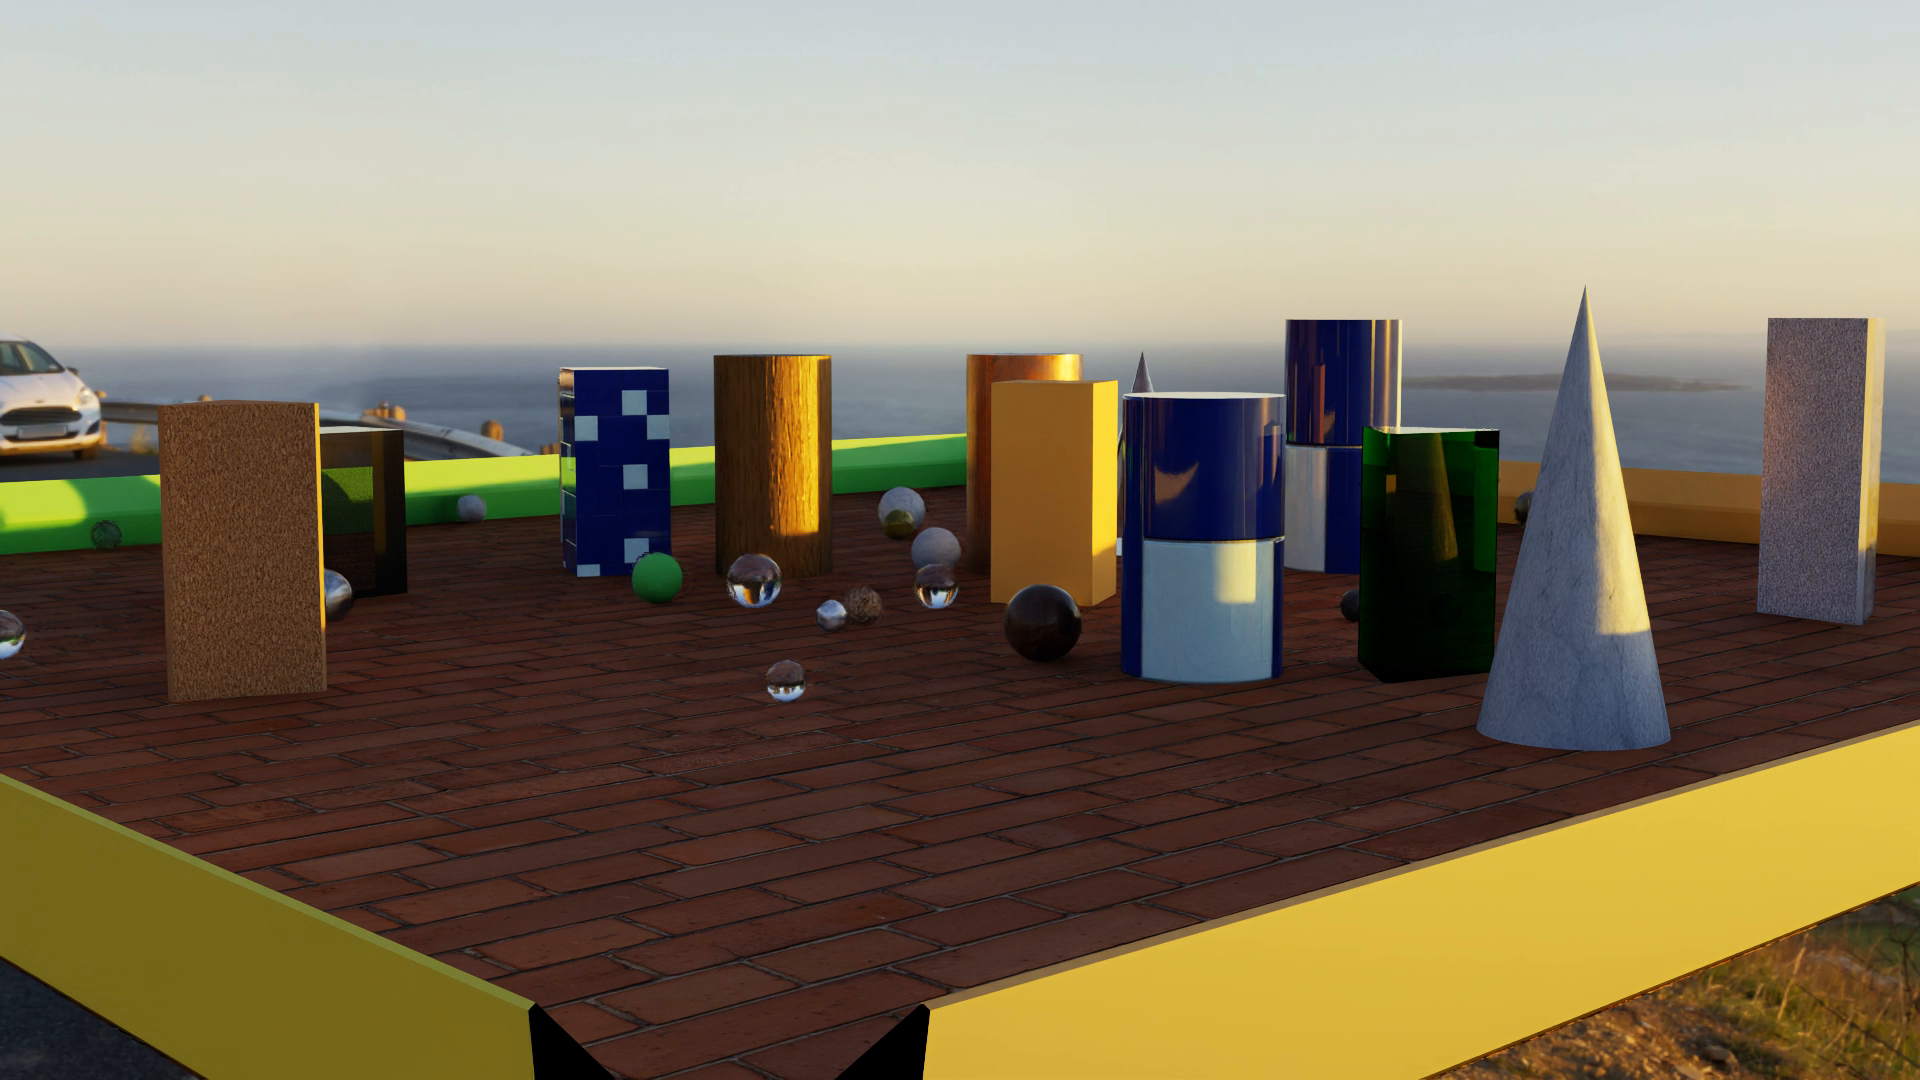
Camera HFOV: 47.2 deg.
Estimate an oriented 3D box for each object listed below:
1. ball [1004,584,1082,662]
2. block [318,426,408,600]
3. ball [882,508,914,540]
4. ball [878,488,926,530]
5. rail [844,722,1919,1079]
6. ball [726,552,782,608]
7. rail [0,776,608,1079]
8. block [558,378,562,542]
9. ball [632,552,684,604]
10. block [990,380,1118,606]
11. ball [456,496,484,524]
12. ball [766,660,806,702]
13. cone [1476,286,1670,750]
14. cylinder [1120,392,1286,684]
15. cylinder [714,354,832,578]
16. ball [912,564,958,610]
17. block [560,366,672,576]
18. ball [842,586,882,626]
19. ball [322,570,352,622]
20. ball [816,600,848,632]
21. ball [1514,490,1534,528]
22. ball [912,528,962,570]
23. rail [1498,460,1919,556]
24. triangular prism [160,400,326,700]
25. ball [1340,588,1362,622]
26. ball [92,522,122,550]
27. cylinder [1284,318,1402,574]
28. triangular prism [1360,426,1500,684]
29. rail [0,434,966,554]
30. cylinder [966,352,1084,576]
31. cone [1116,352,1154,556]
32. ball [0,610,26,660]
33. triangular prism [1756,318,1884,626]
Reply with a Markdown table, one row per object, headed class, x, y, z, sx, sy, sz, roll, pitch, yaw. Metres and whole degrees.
| class | x | y | z | sx | sy | sz | roll | pitch | yaw |
| --- | --- | --- | --- | --- | --- | --- | --- | --- | --- |
| ball | 0.105 | 0.105 | 2.802 | 0.100 | 0.100 | 0.100 | 0 | 6 | 0 |
| block | -0.988 | -0.044 | 3.465 | 0.160 | 0.259 | 0.160 | 5 | 8 | 42 |
| ball | -0.119 | -0.030 | 4.278 | 0.062 | 0.062 | 0.062 | 0 | 6 | 0 |
| ball | -0.117 | -0.058 | 4.391 | 0.095 | 0.095 | 0.095 | 0 | 6 | 0 |
| rail | 1.143 | 0.162 | 2.100 | 3.459 | 0.130 | 0.045 | -5 | 8 | -42 |
| ball | -0.309 | 0.061 | 3.305 | 0.084 | 0.084 | 0.084 | 0 | 6 | 0 |
| rail | -1.254 | 0.154 | 2.181 | 0.045 | 0.130 | 3.418 | -5 | 8 | -42 |
| block | -0.695 | -0.161 | 4.311 | 0.160 | 0.317 | 0.160 | 0 | 6 | -2 |
| ball | -0.462 | 0.058 | 3.362 | 0.078 | 0.078 | 0.078 | 0 | 6 | 0 |
| block | 0.147 | -0.077 | 3.408 | 0.160 | 0.336 | 0.160 | 2 | 6 | 17 |
| ball | -1.029 | -0.064 | 4.619 | 0.060 | 0.060 | 0.060 | 0 | 6 | 0 |
| ball | -0.199 | 0.161 | 2.516 | 0.047 | 0.047 | 0.047 | 0 | 6 | 0 |
| cone | 0.650 | -0.032 | 2.310 | 0.200 | 0.474 | 0.200 | 0 | 6 | 0 |
| cylinder | 0.299 | -0.007 | 2.710 | 0.200 | 0.342 | 0.200 | 0 | 6 | 0 |
| cylinder | -0.318 | -0.129 | 3.744 | 0.200 | 0.370 | 0.200 | 0 | 6 | 0 |
| ball | -0.037 | 0.069 | 3.295 | 0.069 | 0.069 | 0.069 | 0 | 6 | 0 |
| block | -0.593 | -0.121 | 3.780 | 0.160 | 0.347 | 0.160 | -2 | 6 | -19 |
| ball | -0.138 | 0.094 | 3.113 | 0.057 | 0.057 | 0.057 | 0 | 6 | 0 |
| ball | -0.909 | 0.081 | 3.151 | 0.076 | 0.076 | 0.076 | 0 | 6 | 0 |
| ball | -0.179 | 0.106 | 3.055 | 0.045 | 0.045 | 0.045 | 0 | 6 | 0 |
| ball | 1.172 | -0.061 | 4.482 | 0.082 | 0.082 | 0.082 | 0 | 6 | 0 |
| ball | -0.040 | 0.020 | 3.696 | 0.083 | 0.083 | 0.083 | 0 | 6 | 0 |
| rail | 1.254 | -0.086 | 4.482 | 0.045 | 0.130 | 3.418 | -5 | 8 | -42 |
| triangular prism | -0.855 | 0.006 | 2.606 | 0.173 | 0.338 | 0.150 | -3 | 6 | -23 |
| ball | 0.570 | 0.094 | 3.157 | 0.048 | 0.048 | 0.048 | 0 | 6 | 0 |
| ball | -1.592 | -0.007 | 4.103 | 0.052 | 0.052 | 0.052 | 0 | 6 | 0 |
| cylinder | 0.661 | -0.166 | 3.812 | 0.200 | 0.430 | 0.200 | 0 | 6 | 0 |
| triangular prism | 0.550 | 0.012 | 2.733 | 0.173 | 0.300 | 0.150 | -3 | 7 | -30 |
| rail | -1.143 | -0.094 | 4.564 | 3.459 | 0.130 | 0.045 | -5 | 8 | -42 |
| cylinder | 0.111 | -0.133 | 3.773 | 0.200 | 0.371 | 0.200 | 0 | 6 | 0 |
| cone | 0.338 | -0.166 | 4.089 | 0.200 | 0.373 | 0.200 | 0 | 6 | 0 |
| ball | -1.230 | 0.122 | 2.808 | 0.065 | 0.065 | 0.065 | 0 | 6 | 0 |
| triangular prism | 1.295 | -0.106 | 3.216 | 0.150 | 0.435 | 0.173 | -4 | 7 | -33 |
